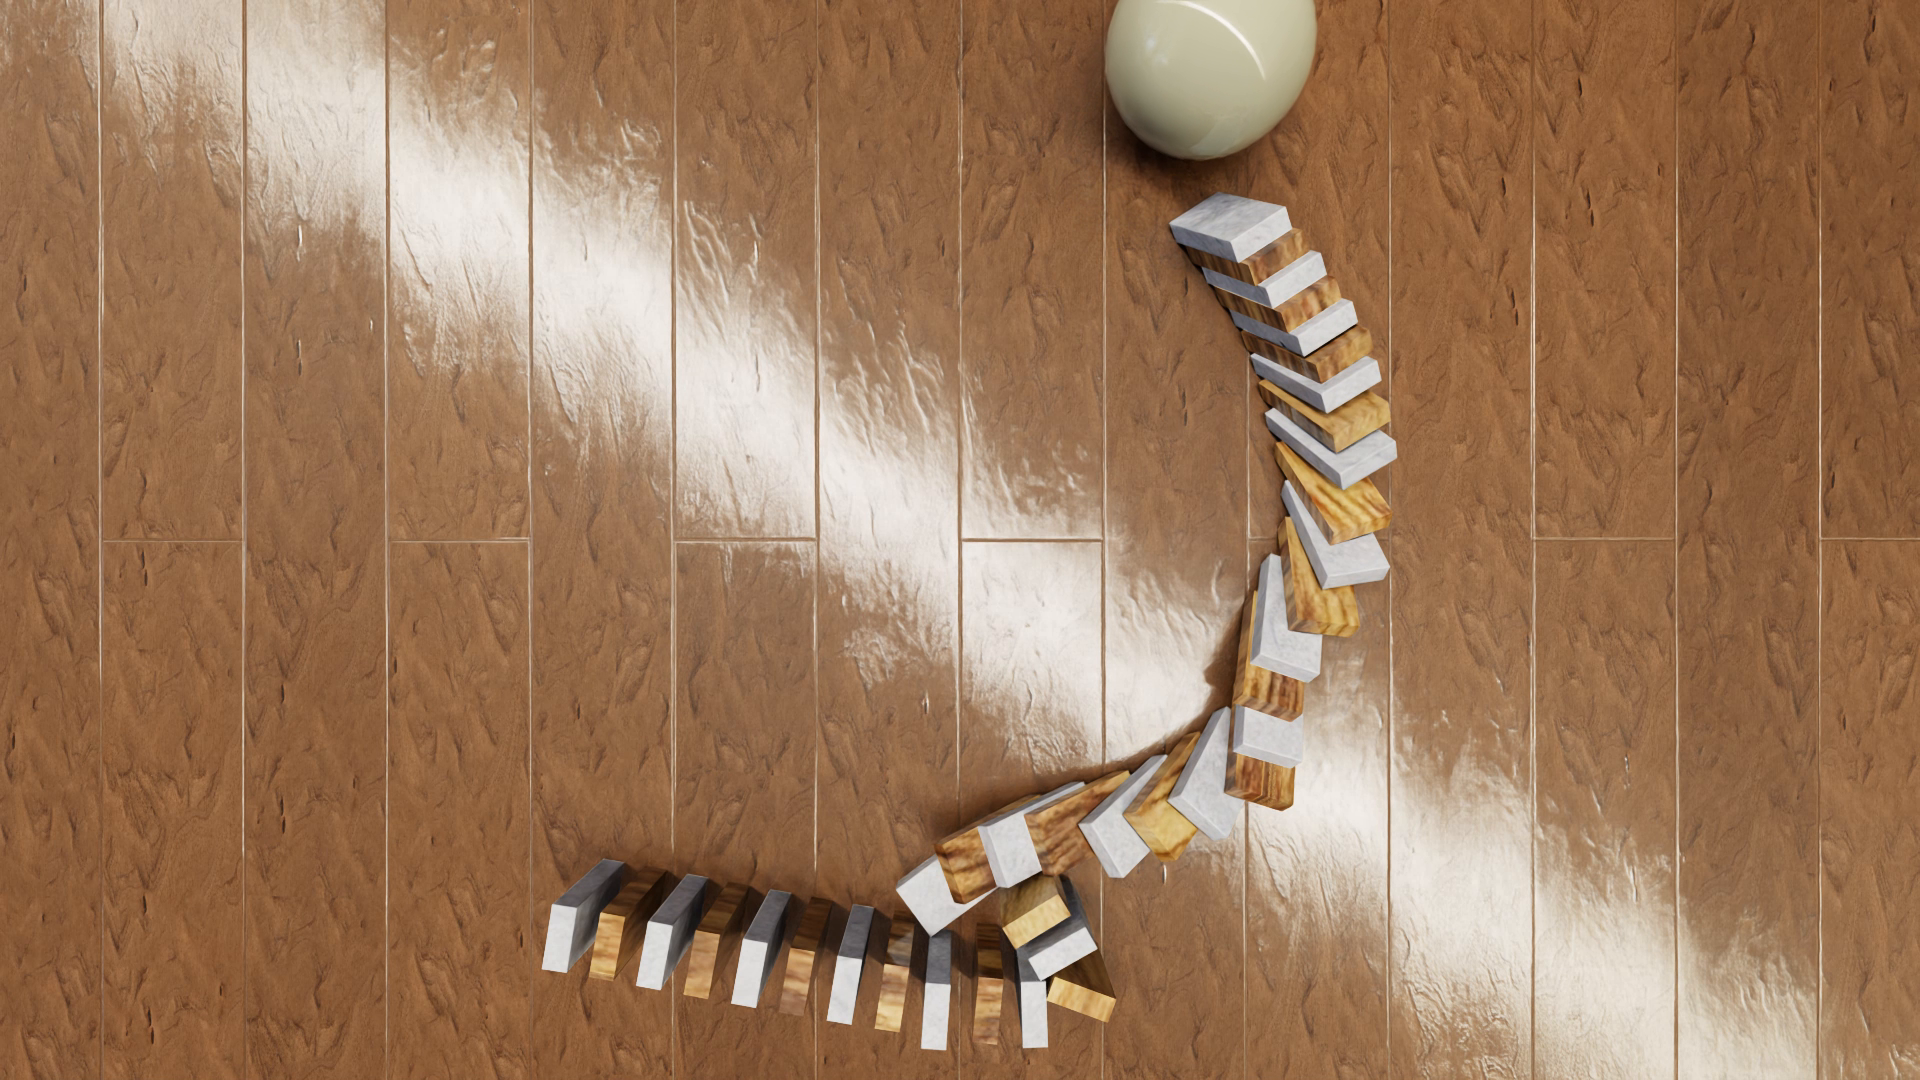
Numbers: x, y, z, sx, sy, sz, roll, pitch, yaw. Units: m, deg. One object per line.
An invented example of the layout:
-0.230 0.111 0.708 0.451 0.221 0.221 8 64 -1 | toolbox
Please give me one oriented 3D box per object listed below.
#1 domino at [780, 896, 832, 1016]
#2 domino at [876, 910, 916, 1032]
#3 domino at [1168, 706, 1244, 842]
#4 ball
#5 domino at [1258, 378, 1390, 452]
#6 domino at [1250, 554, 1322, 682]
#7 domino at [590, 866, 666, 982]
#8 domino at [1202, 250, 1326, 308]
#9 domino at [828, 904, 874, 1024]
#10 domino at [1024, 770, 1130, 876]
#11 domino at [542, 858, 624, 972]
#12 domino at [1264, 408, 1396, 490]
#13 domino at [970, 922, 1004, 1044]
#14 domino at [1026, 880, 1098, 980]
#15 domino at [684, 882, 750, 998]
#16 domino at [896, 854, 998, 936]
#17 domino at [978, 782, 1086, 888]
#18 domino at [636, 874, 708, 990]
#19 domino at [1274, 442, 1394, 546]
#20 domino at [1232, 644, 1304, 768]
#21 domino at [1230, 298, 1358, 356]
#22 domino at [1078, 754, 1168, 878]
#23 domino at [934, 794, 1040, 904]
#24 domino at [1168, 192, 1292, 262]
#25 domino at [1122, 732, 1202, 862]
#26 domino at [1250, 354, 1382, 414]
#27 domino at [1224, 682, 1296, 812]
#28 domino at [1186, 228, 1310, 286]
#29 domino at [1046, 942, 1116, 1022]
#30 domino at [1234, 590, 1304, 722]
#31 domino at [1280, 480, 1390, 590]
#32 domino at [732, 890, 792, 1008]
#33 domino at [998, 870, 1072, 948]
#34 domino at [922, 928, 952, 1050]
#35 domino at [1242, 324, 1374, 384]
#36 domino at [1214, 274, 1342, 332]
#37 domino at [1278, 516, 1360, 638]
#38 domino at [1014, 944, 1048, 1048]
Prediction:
-0.062 0.169 0.375 0.010 0.050 0.025 10 90 0 | domino
-0.026 0.175 0.375 0.009 0.050 0.025 9 90 0 | domino
0.108 0.097 0.381 0.025 0.009 0.050 42 54 0 | domino
0.097 -0.192 0.360 0.080 0.080 0.080 0 90 0 | ball
0.149 -0.057 0.378 0.025 0.050 0.010 -31 129 0 | domino
0.137 0.032 0.382 0.025 0.009 0.050 19 57 0 | domino
-0.135 0.155 0.375 0.009 0.050 0.025 10 90 0 | domino
0.123 -0.111 0.376 0.025 0.050 0.010 -33 122 0 | domino
-0.044 0.172 0.375 0.010 0.050 0.025 10 90 0 | domino
0.053 0.117 0.382 0.050 0.010 0.025 -16 83 -30 | domino
-0.153 0.152 0.375 0.009 0.050 0.025 9 90 0 | domino
0.152 -0.043 0.378 0.025 0.050 0.009 -31 132 0 | domino
0.011 0.180 0.375 0.009 0.050 0.025 6 90 0 | domino
0.039 0.158 0.375 0.025 0.050 0.009 -30 90 0 | domino
-0.099 0.162 0.375 0.010 0.050 0.025 11 90 0 | domino
0.000 0.144 0.395 0.050 0.010 0.025 -36 90 0 | domino
0.034 0.122 0.382 0.050 0.010 0.025 -16 83 -30 | domino
-0.117 0.159 0.375 0.010 0.050 0.025 11 90 0 | domino
0.154 -0.023 0.382 0.025 0.010 0.050 -18 54 0 | domino
0.129 0.067 0.382 0.025 0.010 0.050 17 57 -2 | domino
0.136 -0.093 0.376 0.025 0.050 0.009 -33 122 0 | domino
0.074 0.114 0.382 0.050 0.009 0.025 -31 90 -33 | domino
0.016 0.128 0.382 0.050 0.010 0.025 -18 84 -30 | domino
0.110 -0.129 0.376 0.025 0.050 0.009 -33 122 0 | domino
0.092 0.106 0.382 0.050 0.010 0.025 -39 90 -34 | domino
0.145 -0.071 0.377 0.025 0.050 0.010 -31 123 0 | domino
0.126 0.084 0.382 0.025 0.010 0.050 18 57 -2 | domino
0.117 -0.120 0.376 0.025 0.050 0.009 -33 122 0 | domino
0.046 0.176 0.375 0.025 0.050 0.009 20 90 0 | domino
0.130 0.048 0.382 0.025 0.010 0.050 19 57 0 | domino
0.155 -0.005 0.381 0.025 0.010 0.050 -9 54 -1 | domino
-0.080 0.166 0.375 0.010 0.050 0.025 10 90 0 | domino
0.029 0.146 0.375 0.025 0.050 0.009 -31 90 0 | domino
-0.009 0.182 0.375 0.010 0.050 0.025 4 90 0 | domino
0.141 -0.082 0.376 0.025 0.050 0.010 -33 123 -1 | domino
0.129 -0.102 0.376 0.025 0.050 0.010 -33 122 0 | domino
0.149 0.015 0.382 0.025 0.010 0.050 7 56 0 | domino
0.028 0.181 0.375 0.009 0.050 0.025 -2 90 0 | domino
